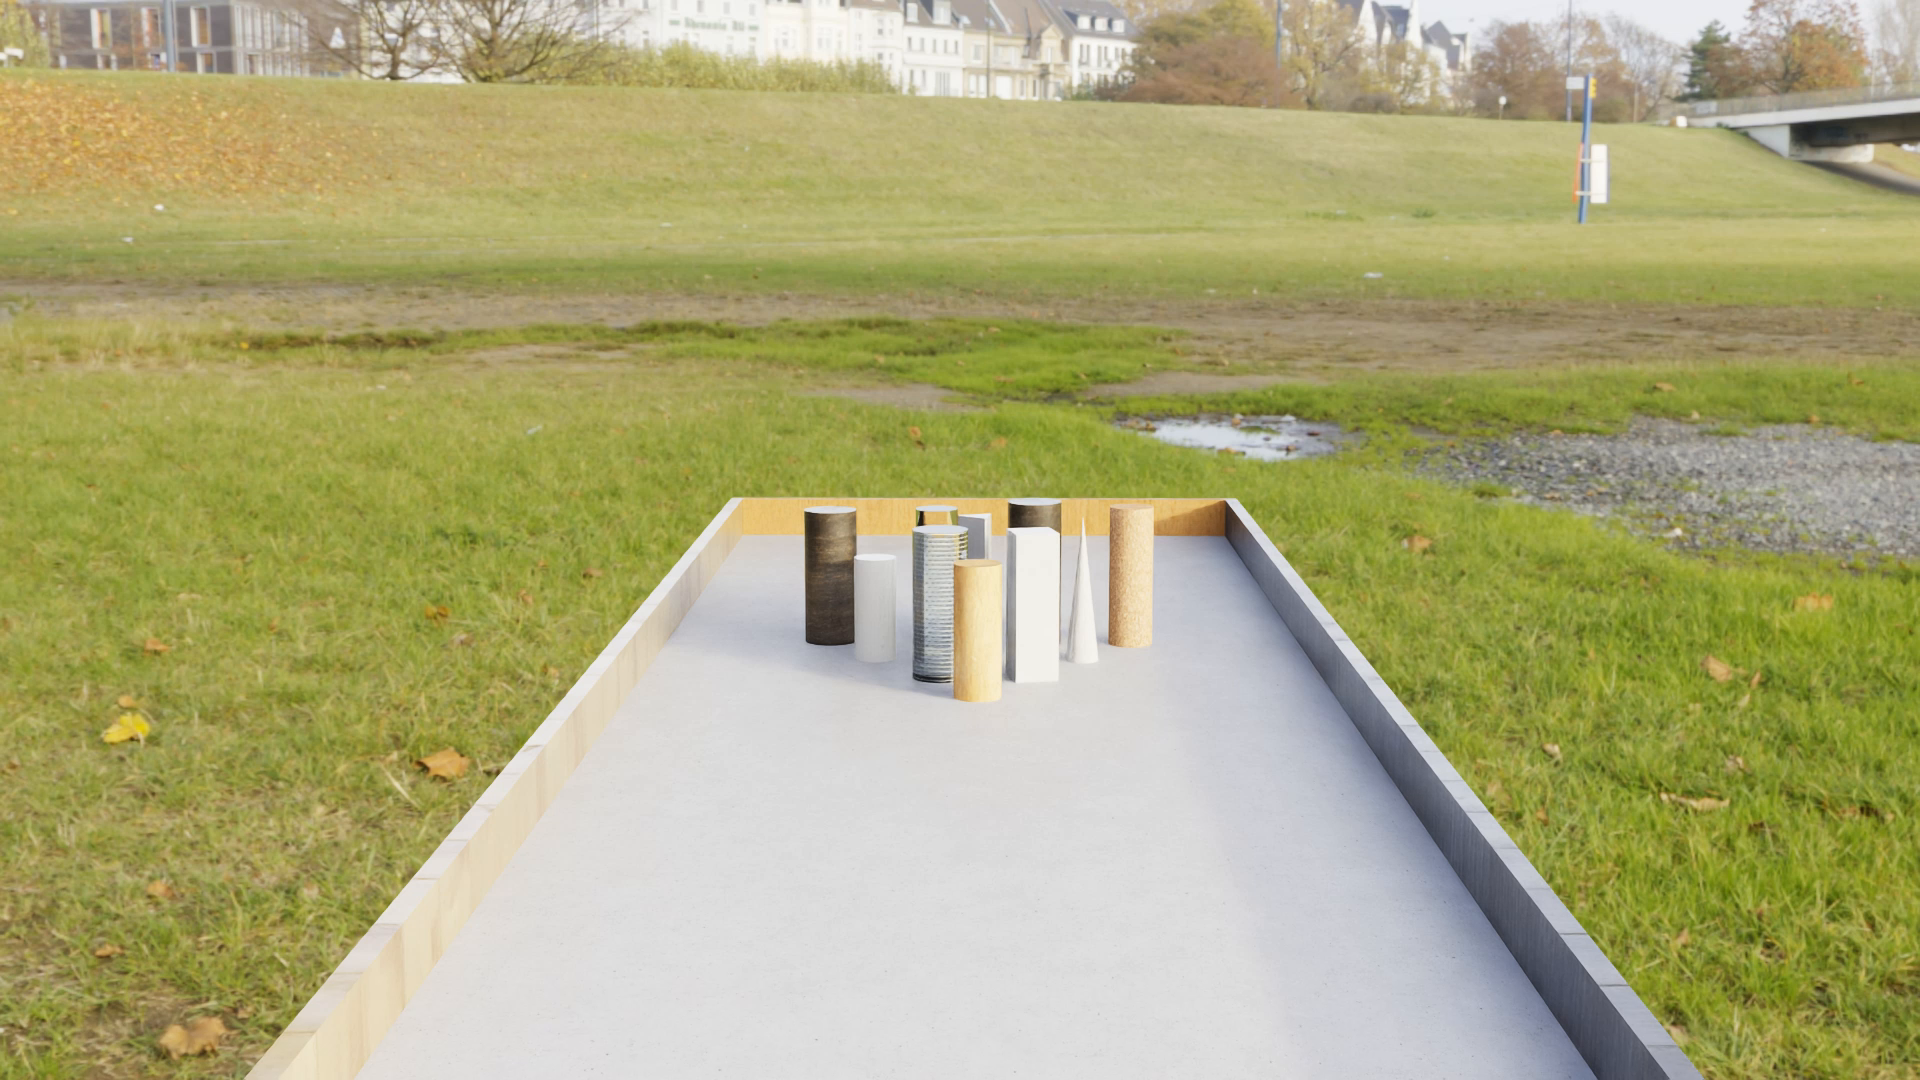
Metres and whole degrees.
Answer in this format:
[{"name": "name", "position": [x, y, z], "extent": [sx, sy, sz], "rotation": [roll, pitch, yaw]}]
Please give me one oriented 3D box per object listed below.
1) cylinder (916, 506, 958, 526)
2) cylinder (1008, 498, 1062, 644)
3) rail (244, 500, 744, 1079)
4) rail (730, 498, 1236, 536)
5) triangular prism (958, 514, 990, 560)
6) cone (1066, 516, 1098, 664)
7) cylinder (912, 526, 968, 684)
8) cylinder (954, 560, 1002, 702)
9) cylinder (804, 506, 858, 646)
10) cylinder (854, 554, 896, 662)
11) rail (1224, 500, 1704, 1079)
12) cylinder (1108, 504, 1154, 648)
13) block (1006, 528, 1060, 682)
[{"name": "cylinder", "position": [-0.073, 0.112, 6.937], "extent": [0.134, 0.428, 0.134], "rotation": [0, 9, 0]}, {"name": "cylinder", "position": [0.233, 0.102, 6.922], "extent": [0.170, 0.452, 0.170], "rotation": [0, 9, 0]}, {"name": "rail", "position": [-1.004, 0.839, 3.234], "extent": [0.050, 0.150, 12.000], "rotation": [0, 9, 1]}, {"name": "rail", "position": [0.099, -0.098, 9.147], "extent": [2.100, 0.150, 0.050], "rotation": [0, 9, 1]}, {"name": "triangular prism", "position": [0.064, 0.146, 6.665], "extent": [0.106, 0.446, 0.092], "rotation": [7, 11, 38]}, {"name": "cone", "position": [0.372, 0.146, 6.668], "extent": [0.102, 0.445, 0.102], "rotation": [0, 9, 0]}, {"name": "cylinder", "position": [-0.058, 0.186, 6.432], "extent": [0.164, 0.440, 0.164], "rotation": [0, 9, 0]}, {"name": "cylinder", "position": [0.050, 0.254, 6.183], "extent": [0.136, 0.383, 0.136], "rotation": [0, 9, 0]}, {"name": "cylinder", "position": [-0.408, 0.112, 6.961], "extent": [0.166, 0.420, 0.166], "rotation": [0, 9, 0]}, {"name": "cylinder", "position": [-0.258, 0.207, 6.705], "extent": [0.129, 0.313, 0.129], "rotation": [0, 9, 0]}, {"name": "rail", "position": [1.046, 0.843, 3.208], "extent": [0.050, 0.150, 12.000], "rotation": [0, 9, 1]}, {"name": "cylinder", "position": [0.538, 0.111, 6.915], "extent": [0.137, 0.437, 0.137], "rotation": [0, 9, 0]}, {"name": "block", "position": [0.212, 0.189, 6.430], "extent": [0.128, 0.435, 0.128], "rotation": [-2, 9, -12]}]
